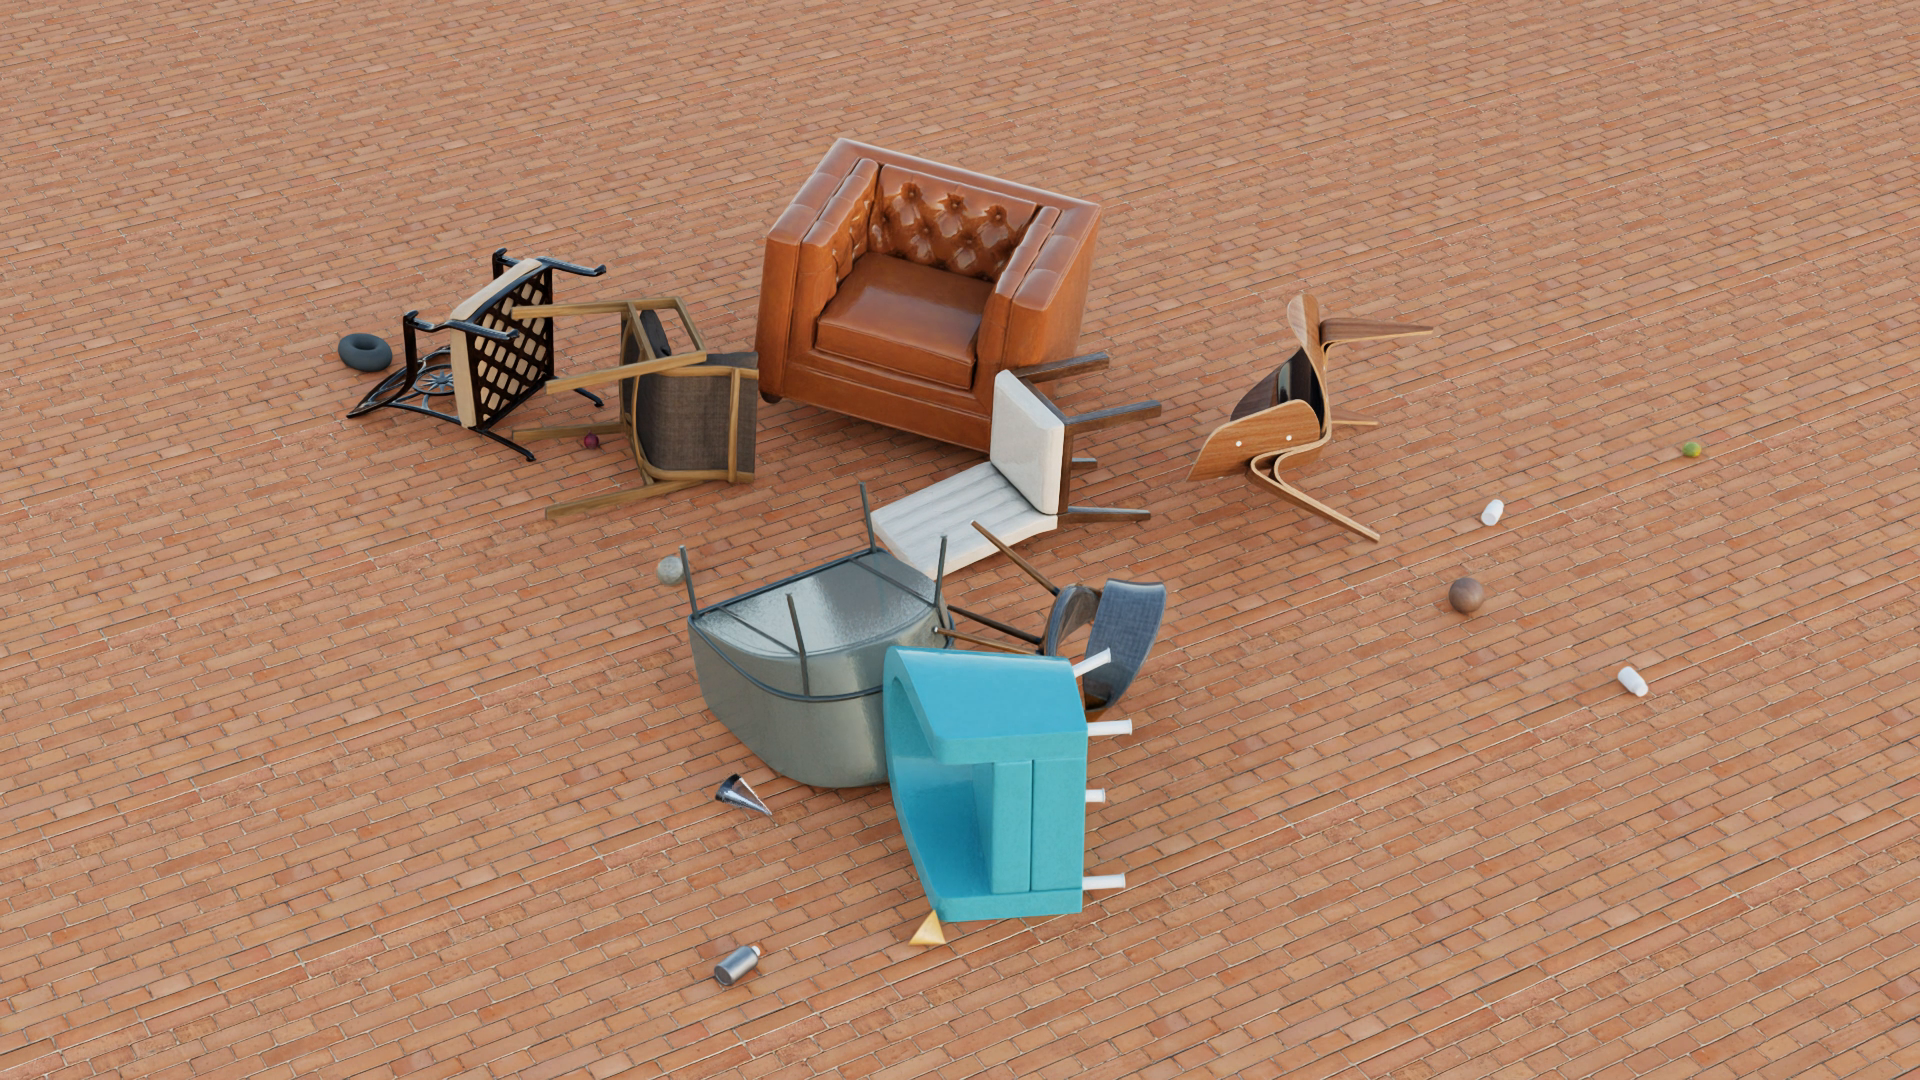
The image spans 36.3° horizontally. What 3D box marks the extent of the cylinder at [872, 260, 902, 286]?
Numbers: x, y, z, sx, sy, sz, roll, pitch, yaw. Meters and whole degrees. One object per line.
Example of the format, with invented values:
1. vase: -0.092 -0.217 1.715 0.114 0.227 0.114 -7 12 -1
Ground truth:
1. cylinder: -0.313 -1.147 12.600 0.094 0.094 0.111 -17 39 -24

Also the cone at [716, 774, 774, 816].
1. cone: -0.689 0.855 9.610 0.189 0.083 0.130 29 41 18

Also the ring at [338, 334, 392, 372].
1. ring: -2.440 -0.770 12.030 0.266 0.092 0.187 26 40 35

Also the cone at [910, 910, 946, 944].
1. cone: -0.081 1.221 9.057 0.092 0.085 0.172 35 41 6

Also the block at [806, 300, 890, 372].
1. block: -0.466 -0.846 12.107 0.264 0.133 0.302 -11 35 -16

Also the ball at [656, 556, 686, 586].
1. ball: -1.049 0.112 10.676 0.109 0.109 0.109 0 33 0
